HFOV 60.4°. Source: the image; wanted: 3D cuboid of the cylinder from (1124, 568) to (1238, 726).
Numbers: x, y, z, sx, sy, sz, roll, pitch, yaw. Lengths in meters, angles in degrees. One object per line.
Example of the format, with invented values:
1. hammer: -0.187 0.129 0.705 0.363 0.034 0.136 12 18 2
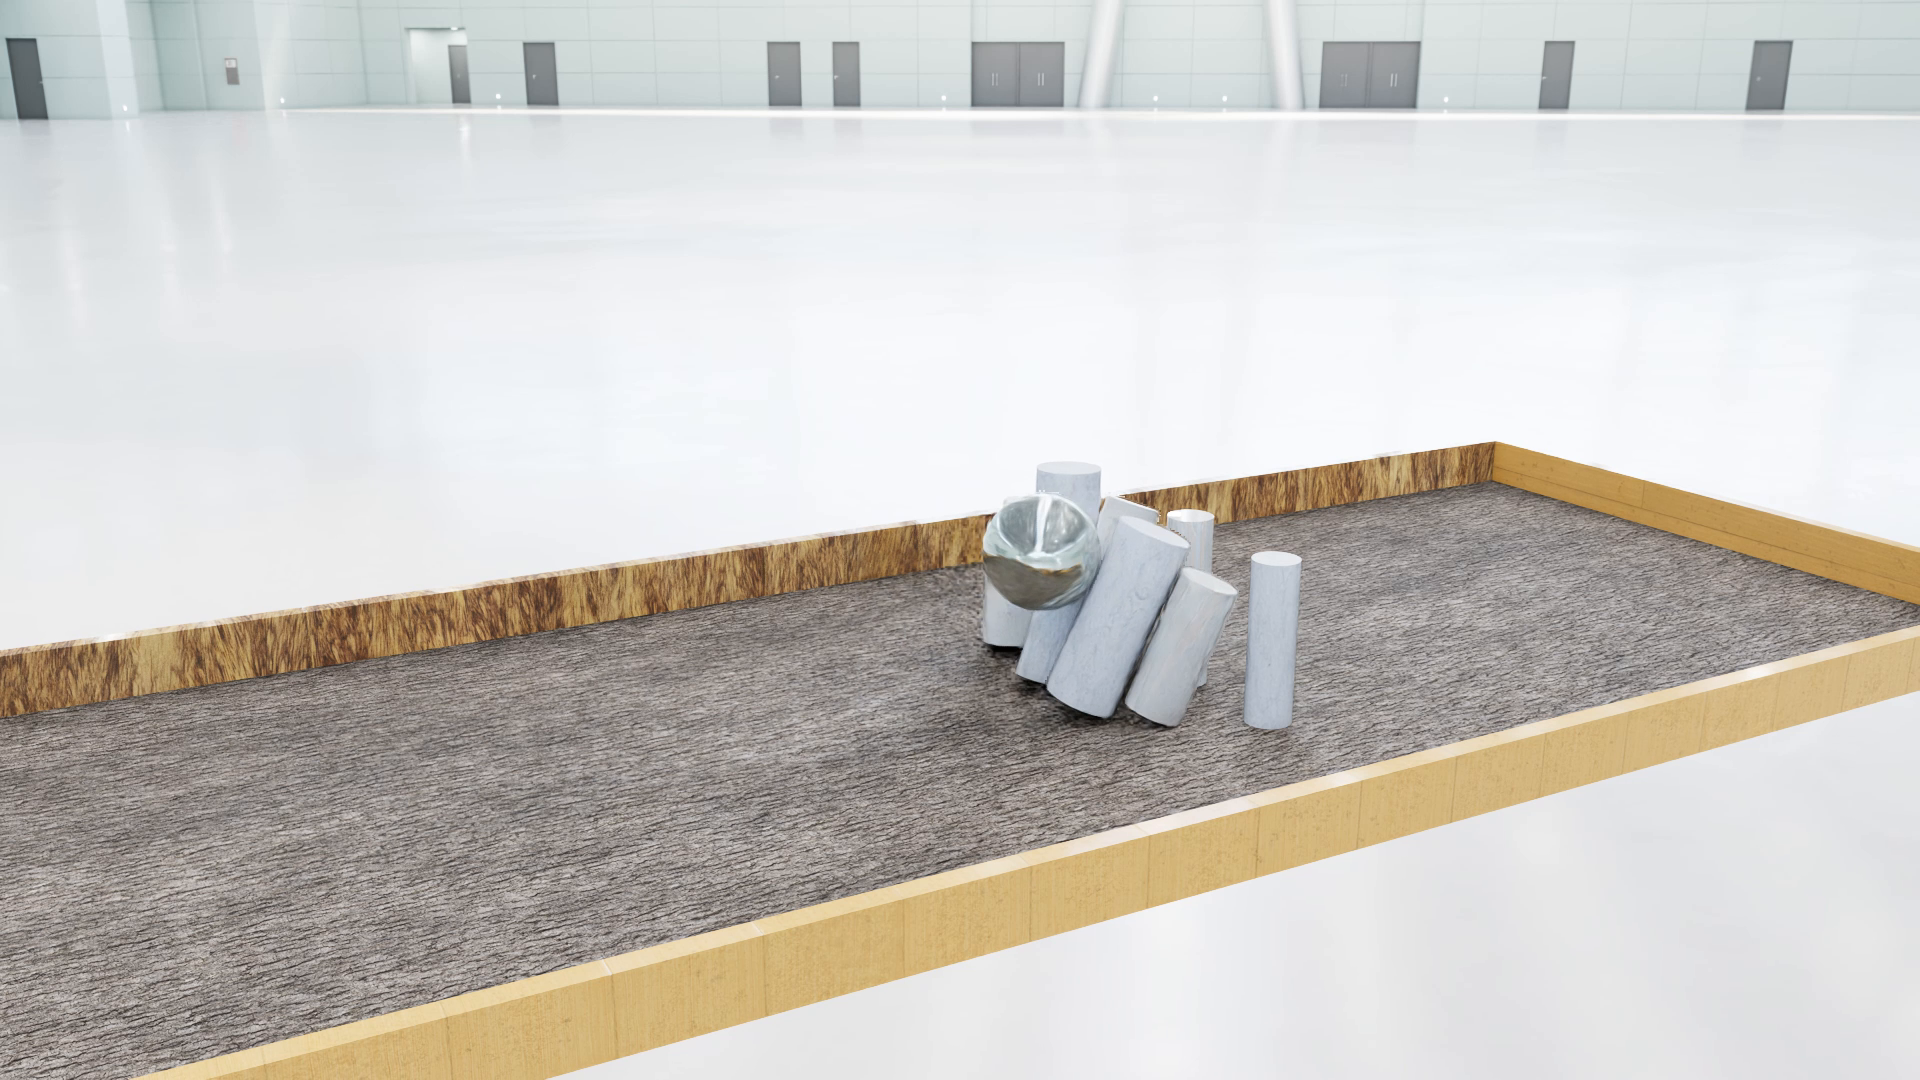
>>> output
1. cylinder: 0.515 0.250 3.850 0.138 0.342 0.138 20 15 -6

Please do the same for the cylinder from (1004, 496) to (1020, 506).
1. cylinder: 0.175 0.061 4.507 0.114 0.351 0.114 0 10 0

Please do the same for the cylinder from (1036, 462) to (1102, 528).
1. cylinder: 0.295 0.004 4.584 0.180 0.418 0.180 1 14 0

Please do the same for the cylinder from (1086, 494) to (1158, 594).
1. cylinder: 0.366 0.113 4.163 0.136 0.435 0.136 18 5 -2

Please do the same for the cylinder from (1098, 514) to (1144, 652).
1. cylinder: 0.424 0.110 4.326 0.137 0.362 0.137 1 14 0

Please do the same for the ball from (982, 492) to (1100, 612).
1. ball: 0.190 0.029 3.868 0.278 0.278 0.278 0 16 0

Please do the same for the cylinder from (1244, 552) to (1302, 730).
1. cylinder: 0.728 0.234 3.849 0.114 0.400 0.114 0 16 0

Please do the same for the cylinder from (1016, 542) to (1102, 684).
1. cylinder: 0.245 0.167 4.094 0.112 0.375 0.112 16 2 -1

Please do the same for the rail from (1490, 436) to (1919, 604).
1. rail: 2.466 -0.048 5.253 0.050 0.150 2.100 -9 18 -27

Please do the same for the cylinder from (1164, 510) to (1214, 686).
1. cylinder: 0.565 0.146 4.097 0.113 0.429 0.113 0 16 0

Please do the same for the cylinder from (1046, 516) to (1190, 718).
1. cylinder: 0.371 0.181 3.891 0.174 0.446 0.174 22 12 -5

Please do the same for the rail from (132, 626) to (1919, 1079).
1. rail: -2.336 1.006 1.665 12.000 0.150 0.050 -9 18 -27

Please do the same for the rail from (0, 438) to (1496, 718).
1. rail: -3.305 0.497 3.399 12.000 0.150 0.050 -9 18 -27

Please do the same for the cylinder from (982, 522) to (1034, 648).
1. cylinder: 0.149 0.114 4.365 0.167 0.315 0.167 2 6 0
